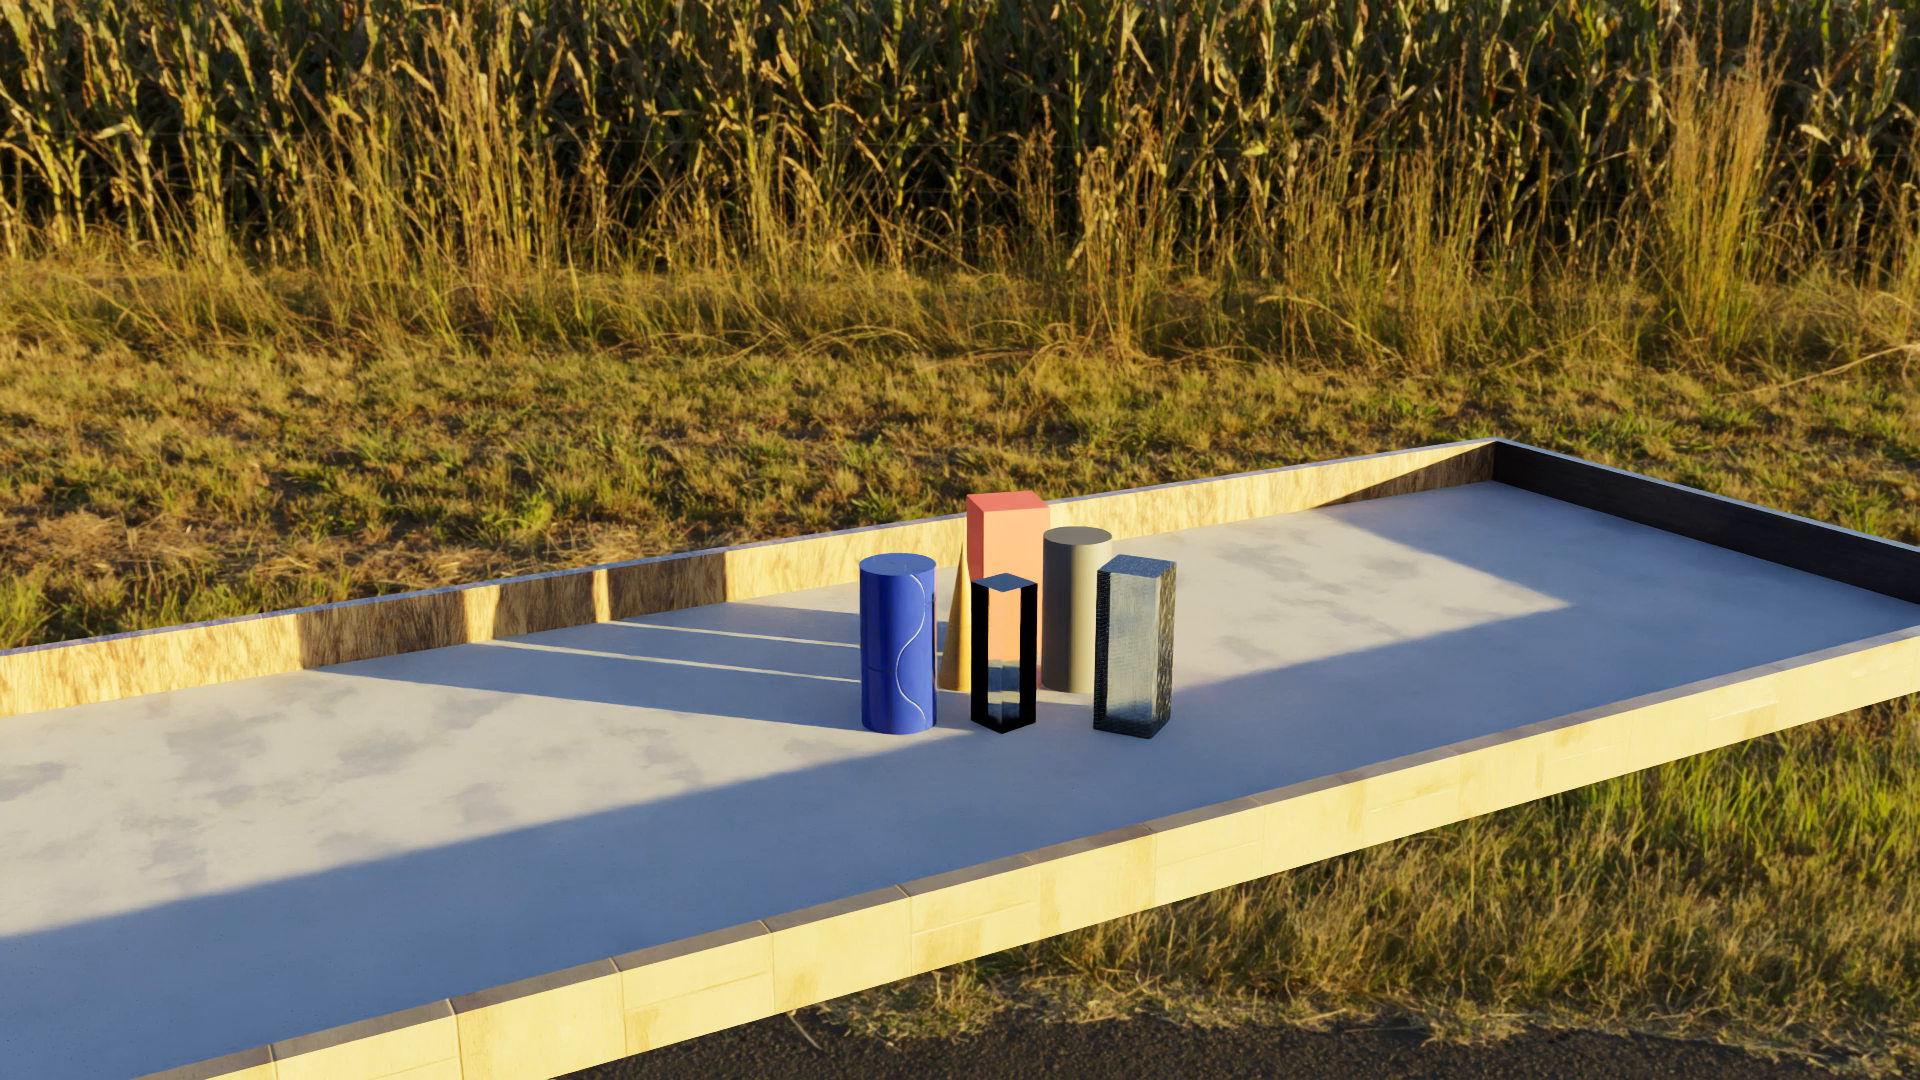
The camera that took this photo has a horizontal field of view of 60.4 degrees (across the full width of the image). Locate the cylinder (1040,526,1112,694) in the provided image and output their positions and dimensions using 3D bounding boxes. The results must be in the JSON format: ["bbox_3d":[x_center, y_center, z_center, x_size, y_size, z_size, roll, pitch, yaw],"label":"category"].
[{"bbox_3d":[0.288,0.171,4.096,0.170,0.381,0.170,0,16,0],"label":"cylinder"}]

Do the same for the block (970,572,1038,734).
[{"bbox_3d":[0.102,0.263,3.848,0.109,0.345,0.109,-13,21,-38],"label":"block"}]

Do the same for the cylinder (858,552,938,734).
[{"bbox_3d":[-0.144,0.241,3.850,0.179,0.387,0.179,0,16,0],"label":"cylinder"}]

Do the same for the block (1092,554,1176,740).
[{"bbox_3d":[0.405,0.246,3.828,0.142,0.389,0.142,8,18,25],"label":"block"}]

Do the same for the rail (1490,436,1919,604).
[{"bbox_3d":[2.466,-0.048,5.253,0.050,0.150,2.100,-9,18,-27],"label":"rail"}]

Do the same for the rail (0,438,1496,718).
[{"bbox_3d":[-3.305,0.497,3.399,12.000,0.150,0.050,-9,18,-27],"label":"rail"}]

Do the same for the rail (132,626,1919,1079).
[{"bbox_3d":[-2.336,1.006,1.665,12.000,0.150,0.050,-9,18,-27],"label":"rail"}]

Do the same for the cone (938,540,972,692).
[{"bbox_3d":[0.007,0.176,4.088,0.127,0.376,0.127,0,16,0],"label":"cone"}]

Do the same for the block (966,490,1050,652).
[{"bbox_3d":[0.125,0.087,4.364,0.178,0.393,0.178,-4,17,-14],"label":"block"}]
